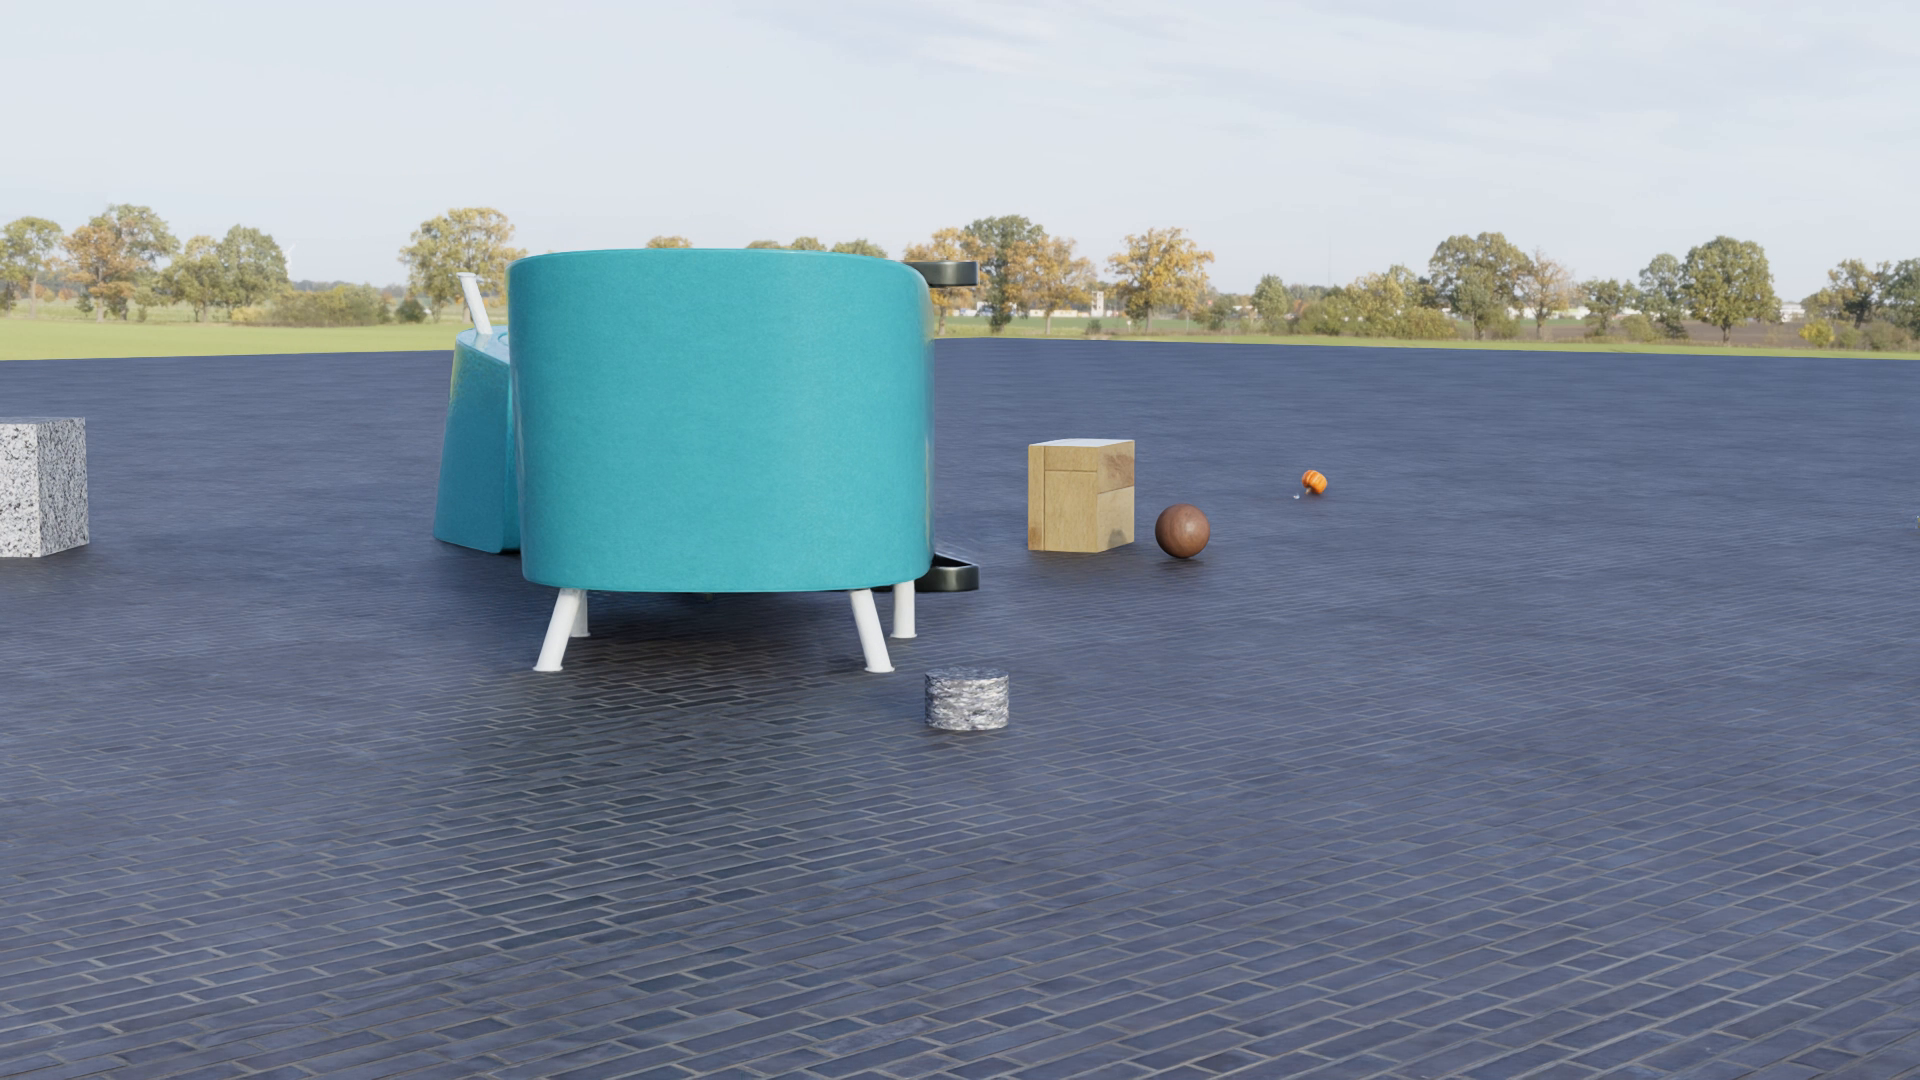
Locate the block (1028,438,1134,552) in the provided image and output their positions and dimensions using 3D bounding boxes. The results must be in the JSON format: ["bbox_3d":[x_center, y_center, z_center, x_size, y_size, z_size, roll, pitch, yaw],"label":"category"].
[{"bbox_3d":[0.298,-0.112,6.264,0.175,0.253,0.276,2,6,22],"label":"block"}]

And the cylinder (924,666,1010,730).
[{"bbox_3d":[0.010,0.233,3.787,0.126,0.074,0.122,6,8,44],"label":"cylinder"}]

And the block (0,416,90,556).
[{"bbox_3d":[-2.313,-0.132,6.172,0.314,0.311,0.310,0,6,2],"label":"block"}]
